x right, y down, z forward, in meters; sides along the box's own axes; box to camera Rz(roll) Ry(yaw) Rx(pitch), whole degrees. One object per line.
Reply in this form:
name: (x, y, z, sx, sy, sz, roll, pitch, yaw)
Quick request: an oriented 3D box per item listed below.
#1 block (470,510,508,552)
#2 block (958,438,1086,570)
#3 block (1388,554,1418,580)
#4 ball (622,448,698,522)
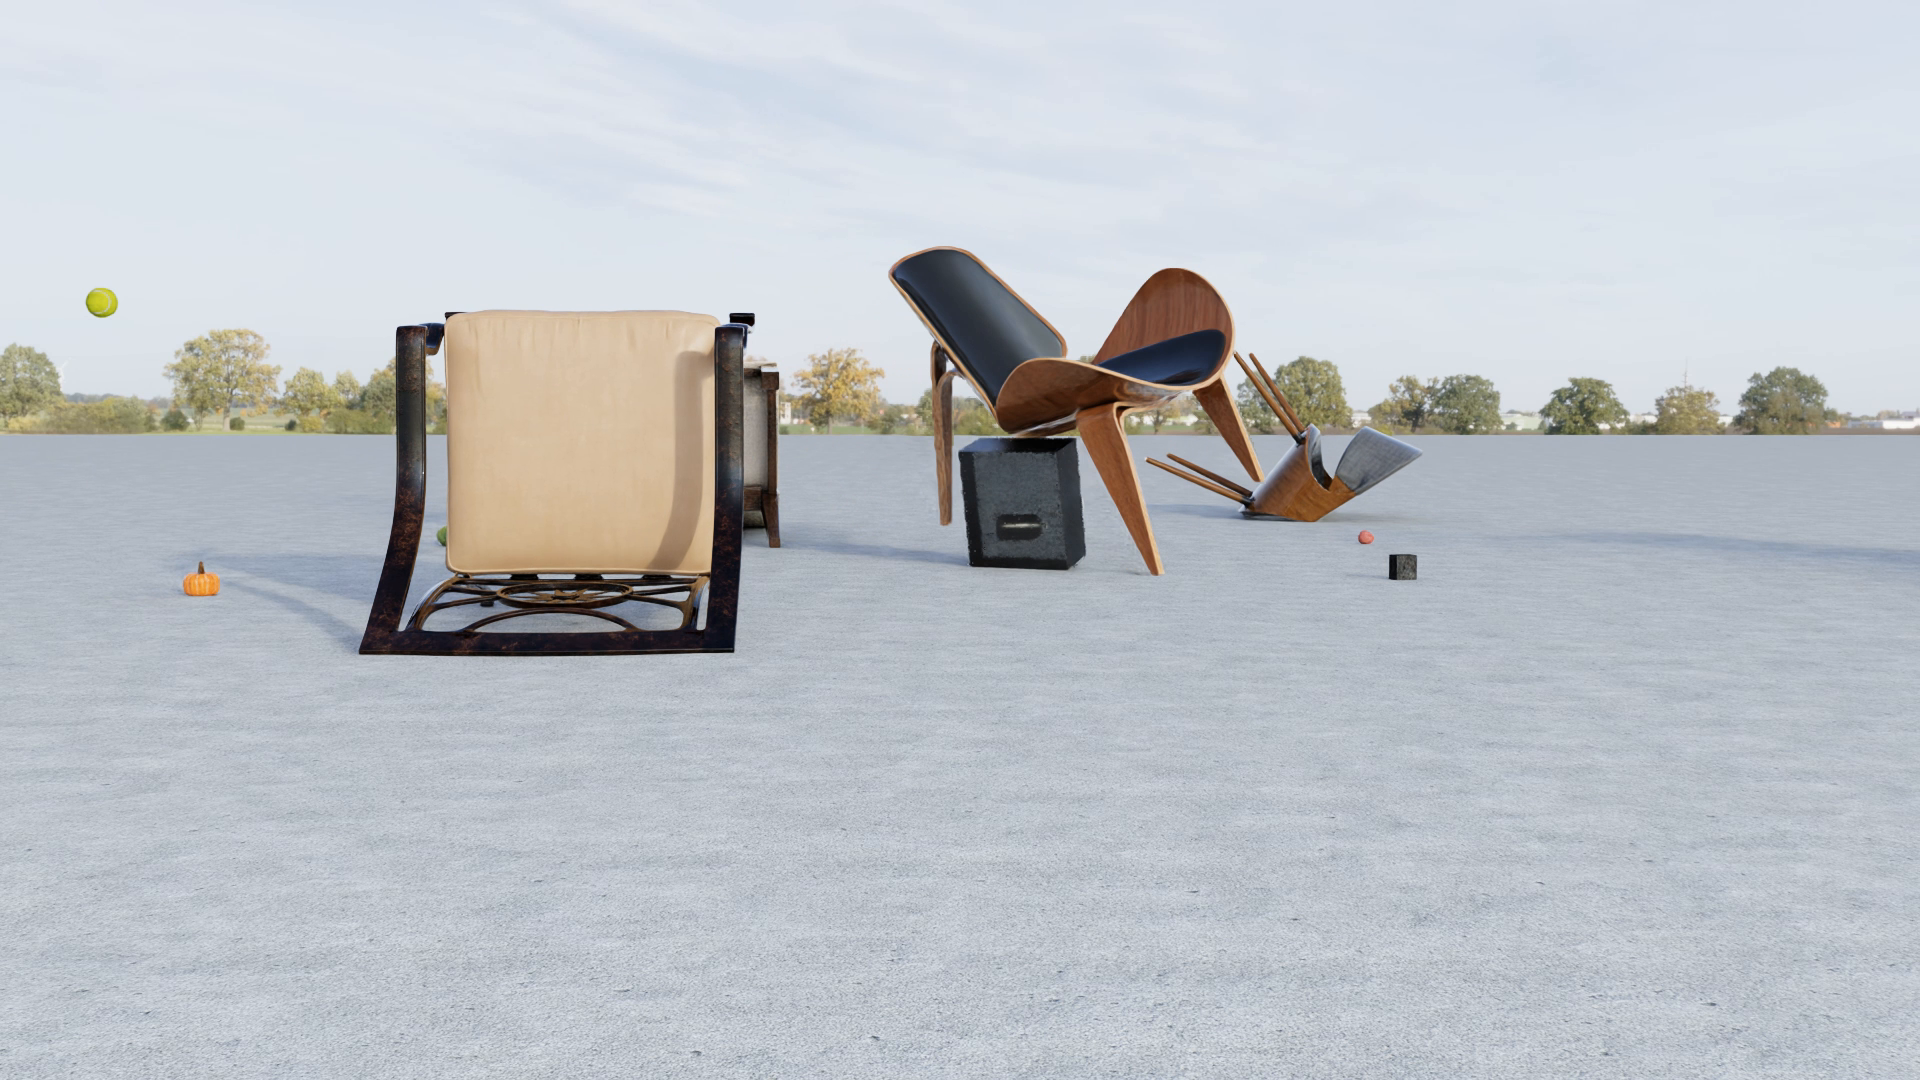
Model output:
block: (-1.318, -0.028, 6.143, 0.098, 0.110, 0.131, -1, 4, -15)
block: (0.158, -0.092, 5.516, 0.264, 0.302, 0.133, 2, 18, 25)
block: (1.046, 0.064, 5.190, 0.052, 0.058, 0.039, -1, 4, -17)
ball: (-1.008, -0.183, 7.388, 0.249, 0.249, 0.249, 0, 4, 0)
